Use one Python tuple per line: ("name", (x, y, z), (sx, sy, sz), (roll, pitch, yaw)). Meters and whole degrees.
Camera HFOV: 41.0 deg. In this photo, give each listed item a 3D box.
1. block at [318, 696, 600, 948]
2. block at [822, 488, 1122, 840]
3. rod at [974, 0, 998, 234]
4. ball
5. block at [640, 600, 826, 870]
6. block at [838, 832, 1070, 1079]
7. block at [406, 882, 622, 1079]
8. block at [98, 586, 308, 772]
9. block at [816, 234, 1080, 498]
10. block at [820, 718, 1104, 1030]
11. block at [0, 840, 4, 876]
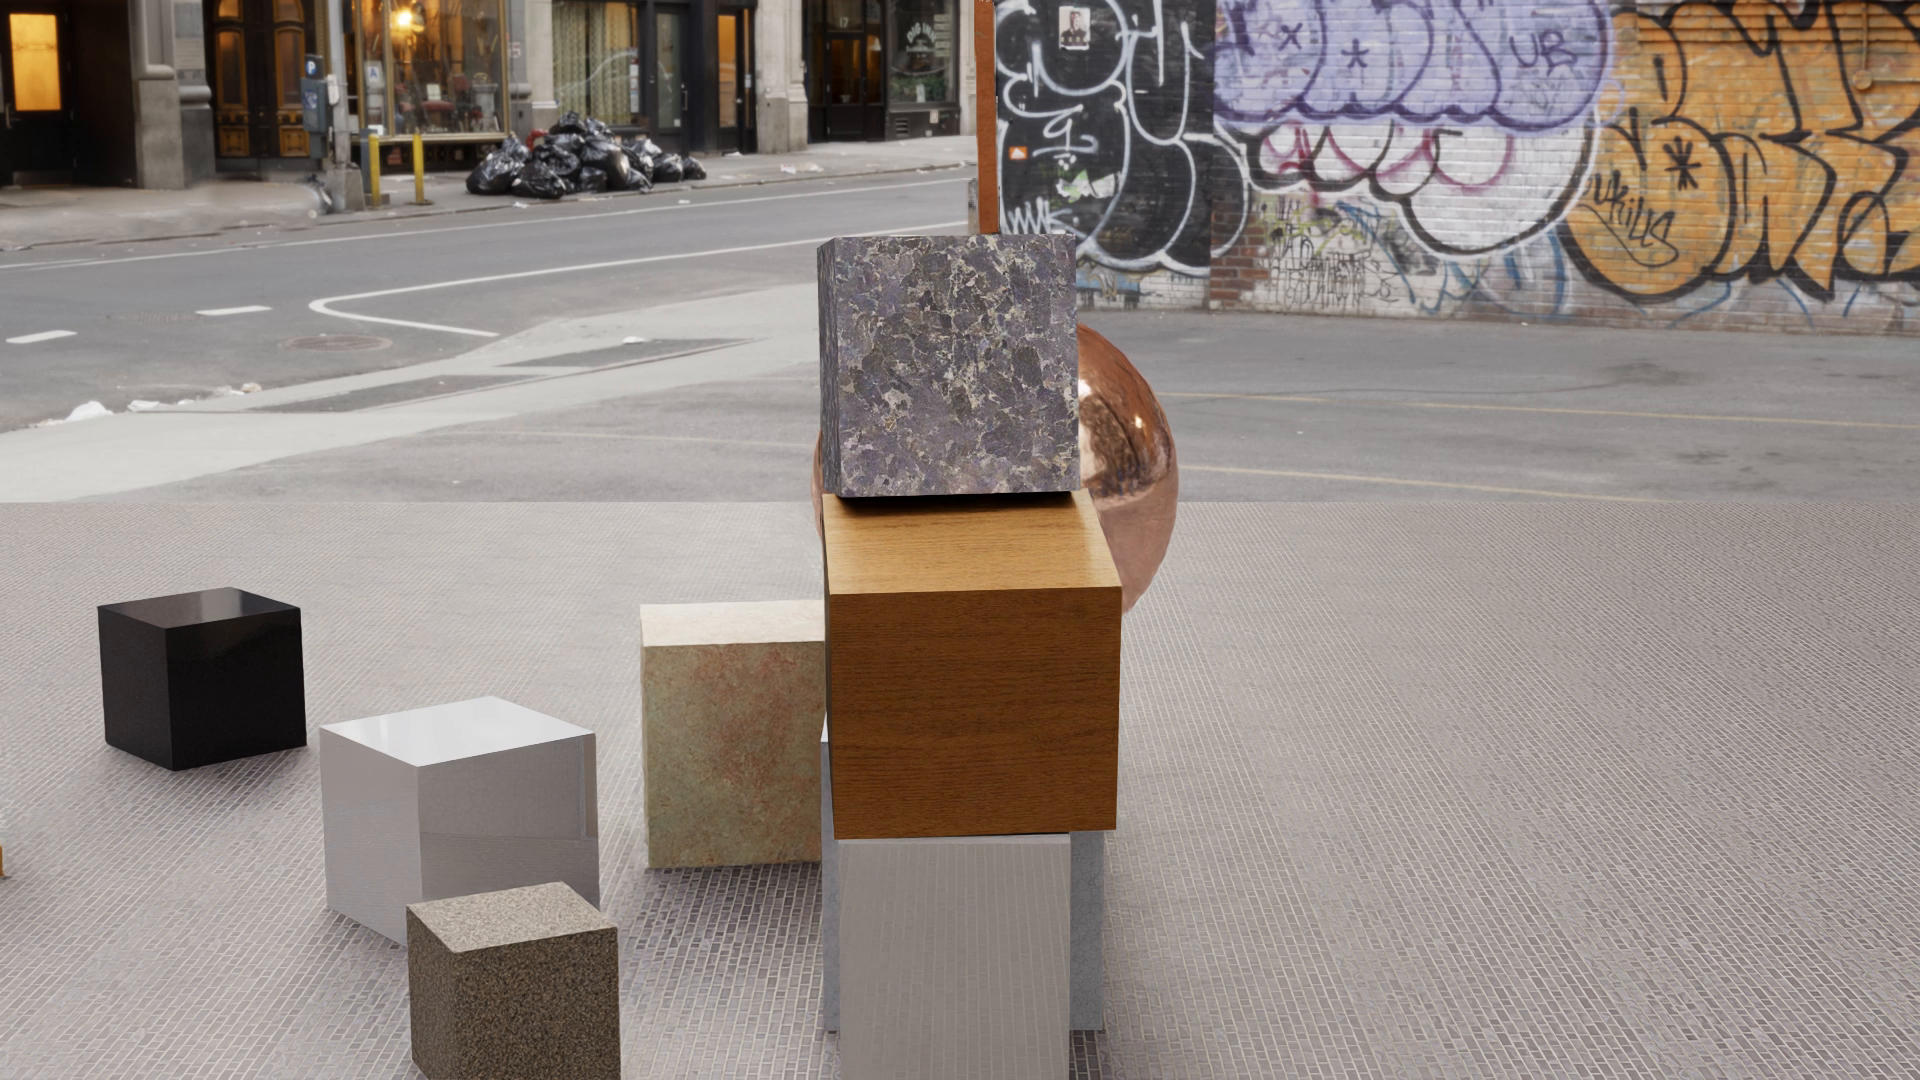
("block", (-2.114, 1.184, 10.844), (0.833, 0.791, 0.845), (-9, 13, -40))
("block", (0.018, 0.409, 8.939), (0.954, 0.893, 0.941), (-2, 21, -4))
("rod", (0.065, -3.583, 10.529), (0.080, 5.200, 0.080), (-1, 10, 0))
("ball", (0.150, -0.239, 11.137), (1.600, 1.600, 1.600), (0, 10, 0))
("block", (-0.973, 0.877, 11.886), (0.972, 1.021, 0.900), (-1, 10, -8))
("block", (-0.018, 1.420, 9.058), (0.777, 0.965, 0.786), (0, 10, 0))
("block", (-1.584, 1.609, 9.086), (0.585, 0.583, 0.573), (-5, 12, -27))
("block", (-3.997, 0.717, 13.534), (0.758, 0.746, 0.771), (-10, 14, -42))
("block", (-0.057, -0.634, 9.322), (0.843, 0.900, 0.760), (-2, 4, -8))
("block", (0.009, 1.193, 9.906), (1.037, 1.108, 0.949), (0, 10, 0))
("block", (-4.813, 1.059, 11.522), (0.846, 0.793, 0.890), (-5, 11, -25))
